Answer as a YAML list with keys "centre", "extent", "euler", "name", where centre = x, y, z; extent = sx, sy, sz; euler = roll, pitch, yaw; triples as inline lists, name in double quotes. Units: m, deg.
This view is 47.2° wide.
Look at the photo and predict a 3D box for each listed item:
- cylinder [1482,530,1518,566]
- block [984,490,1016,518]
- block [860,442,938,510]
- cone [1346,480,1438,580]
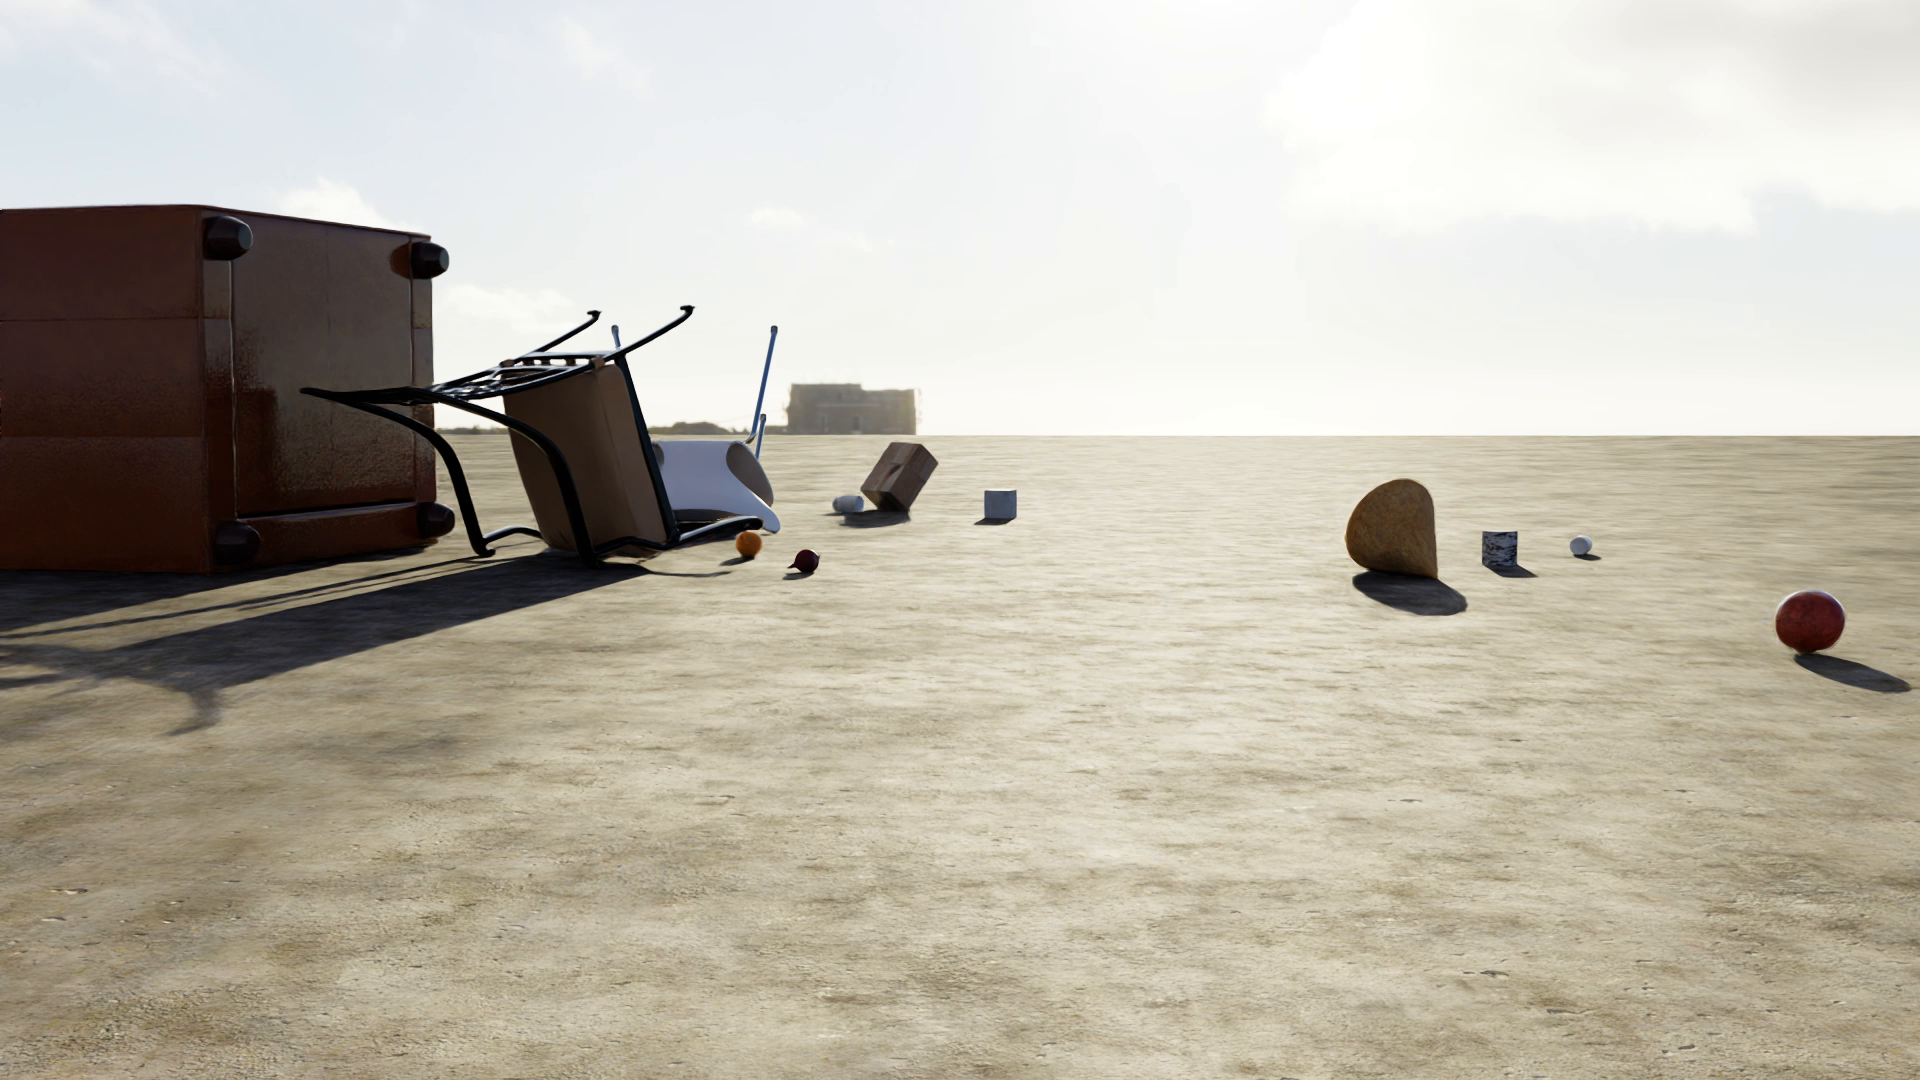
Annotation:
- centre: [1.384, 0.019, 5.638]
  extent: [0.101, 0.087, 0.083]
  euler: [-4, 5, -43]
  name: "cylinder"
- centre: [0.142, -0.127, 7.685]
  extent: [0.095, 0.097, 0.072]
  euler: [2, 4, 22]
  name: "block"
- centre: [-0.227, -0.238, 8.197]
  extent: [0.182, 0.229, 0.114]
  euler: [5, -34, 50]
  name: "block"
- centre: [1.090, 0.029, 5.287]
  extent: [0.234, 0.256, 0.263]
  euler: [2, 29, -19]
  name: "cone"
